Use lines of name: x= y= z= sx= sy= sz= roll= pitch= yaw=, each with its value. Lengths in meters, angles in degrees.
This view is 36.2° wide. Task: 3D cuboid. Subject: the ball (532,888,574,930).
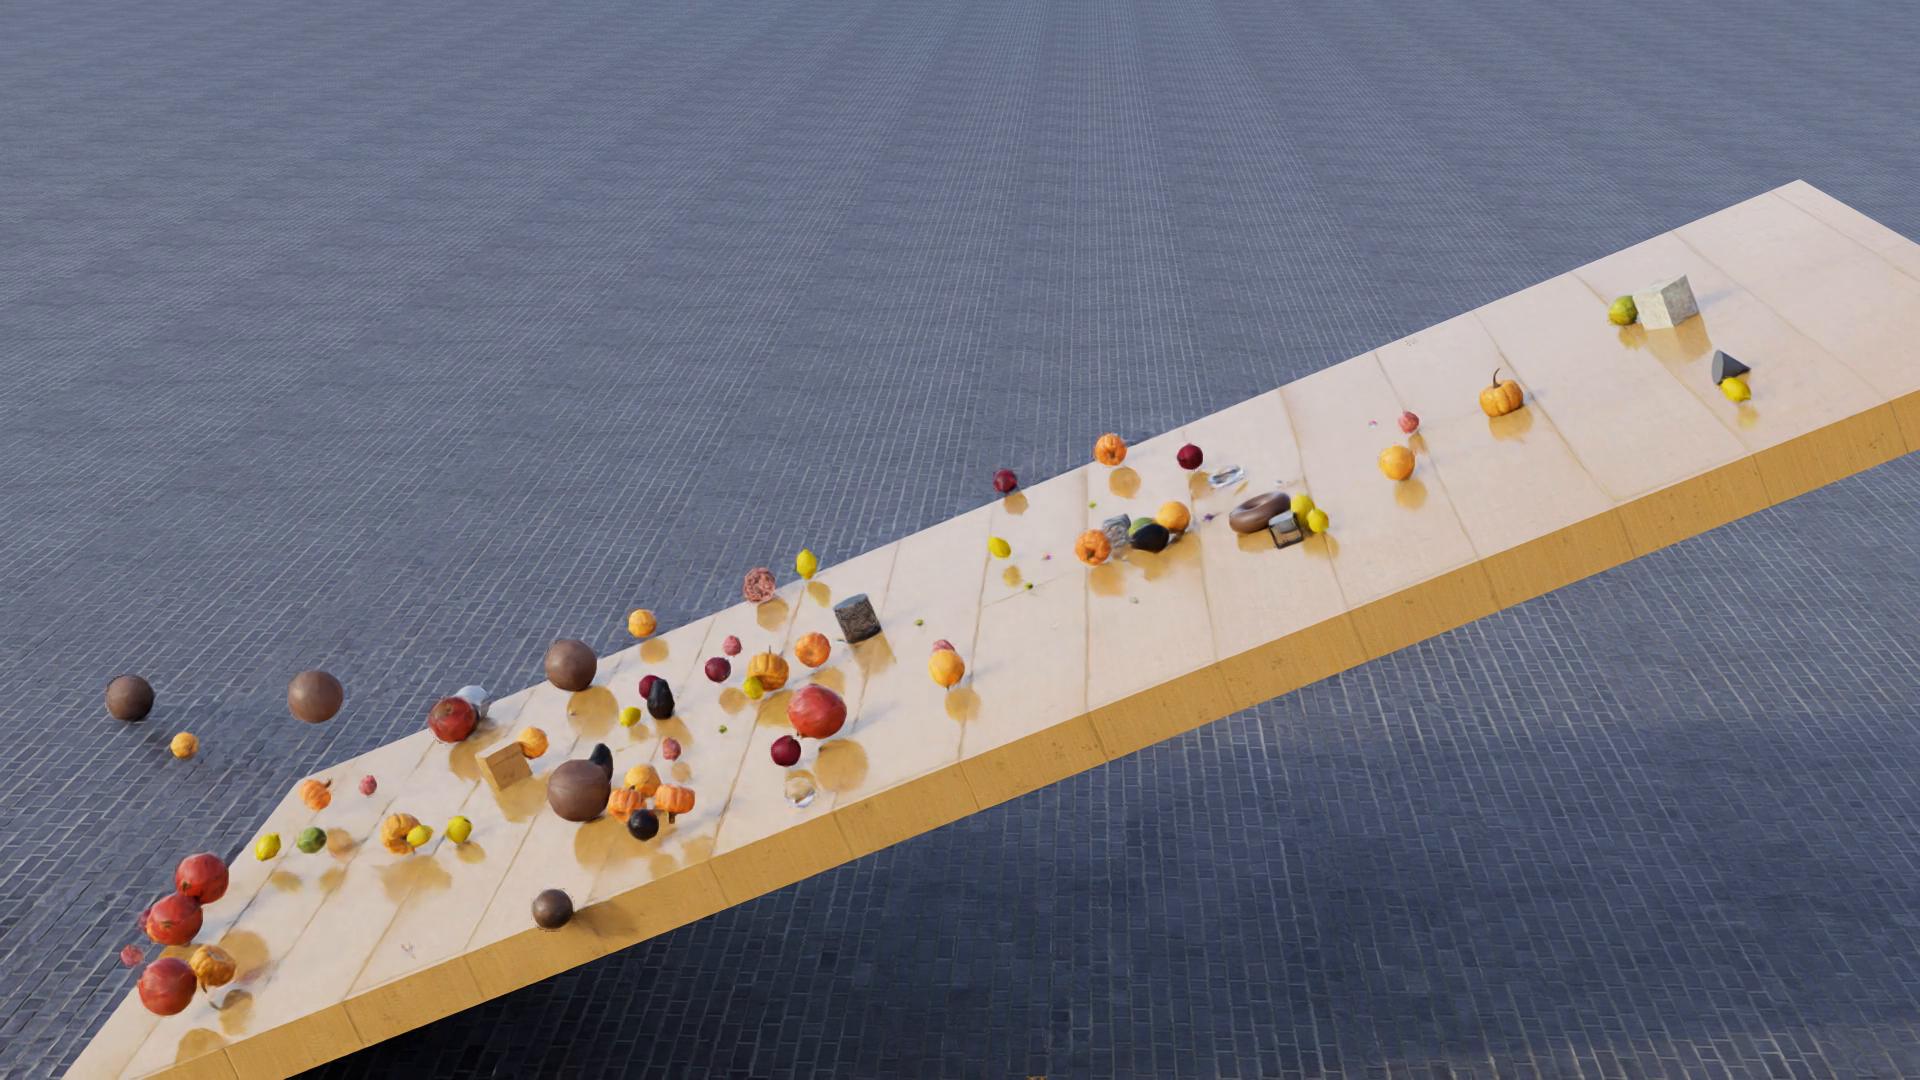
ball: x=-0.747 y=0.677 z=5.395 sx=0.075 sy=0.075 sz=0.075 roll=0 pitch=14 yaw=0

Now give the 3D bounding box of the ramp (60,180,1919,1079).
ramp: x=0.128 y=0.172 z=6.287 sx=4.000 sy=0.100 sz=2.000 roll=-22 pitch=12 yaw=8

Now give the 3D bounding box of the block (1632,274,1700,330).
block: x=1.487 y=-0.501 z=6.203 sx=0.084 sy=0.084 sz=0.084 roll=-30 pitch=14 yaw=-28

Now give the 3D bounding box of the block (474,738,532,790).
block: x=-1.021 y=0.501 z=6.570 sx=0.082 sy=0.082 sz=0.082 roll=-28 pitch=13 yaw=-22

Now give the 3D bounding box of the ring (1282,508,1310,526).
ring: x=0.669 y=-0.043 z=5.910 sx=0.077 sy=0.026 sz=0.077 roll=-21 pitch=13 yaw=5

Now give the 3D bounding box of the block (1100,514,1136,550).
block: x=0.341 y=-0.018 z=6.333 sx=0.054 sy=0.054 sz=0.054 roll=-20 pitch=13 yaw=16

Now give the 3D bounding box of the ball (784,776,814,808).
ball: x=-0.298 y=0.467 z=5.454 sx=0.056 sy=0.056 sz=0.056 roll=0 pitch=14 yaw=0

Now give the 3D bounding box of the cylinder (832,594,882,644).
cylinder: x=-0.227 y=0.174 z=6.498 sx=0.083 sy=0.083 sz=0.083 roll=-22 pitch=12 yaw=5

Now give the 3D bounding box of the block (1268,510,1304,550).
block: x=0.642 y=-0.020 z=5.796 sx=0.052 sy=0.052 sz=0.052 roll=-20 pitch=13 yaw=15

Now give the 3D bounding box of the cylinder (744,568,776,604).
cylinder: x=-0.494 y=0.113 z=7.250 sx=0.077 sy=0.077 sz=0.077 roll=-1 pitch=12 yaw=-2

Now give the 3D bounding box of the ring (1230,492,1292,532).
ring: x=0.615 y=-0.057 z=6.022 sx=0.137 sy=0.046 sz=0.137 roll=-23 pitch=11 yaw=5

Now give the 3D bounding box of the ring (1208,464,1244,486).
ring: x=0.584 y=-0.141 z=6.473 sx=0.083 sy=0.028 sz=0.083 roll=-21 pitch=13 yaw=5
